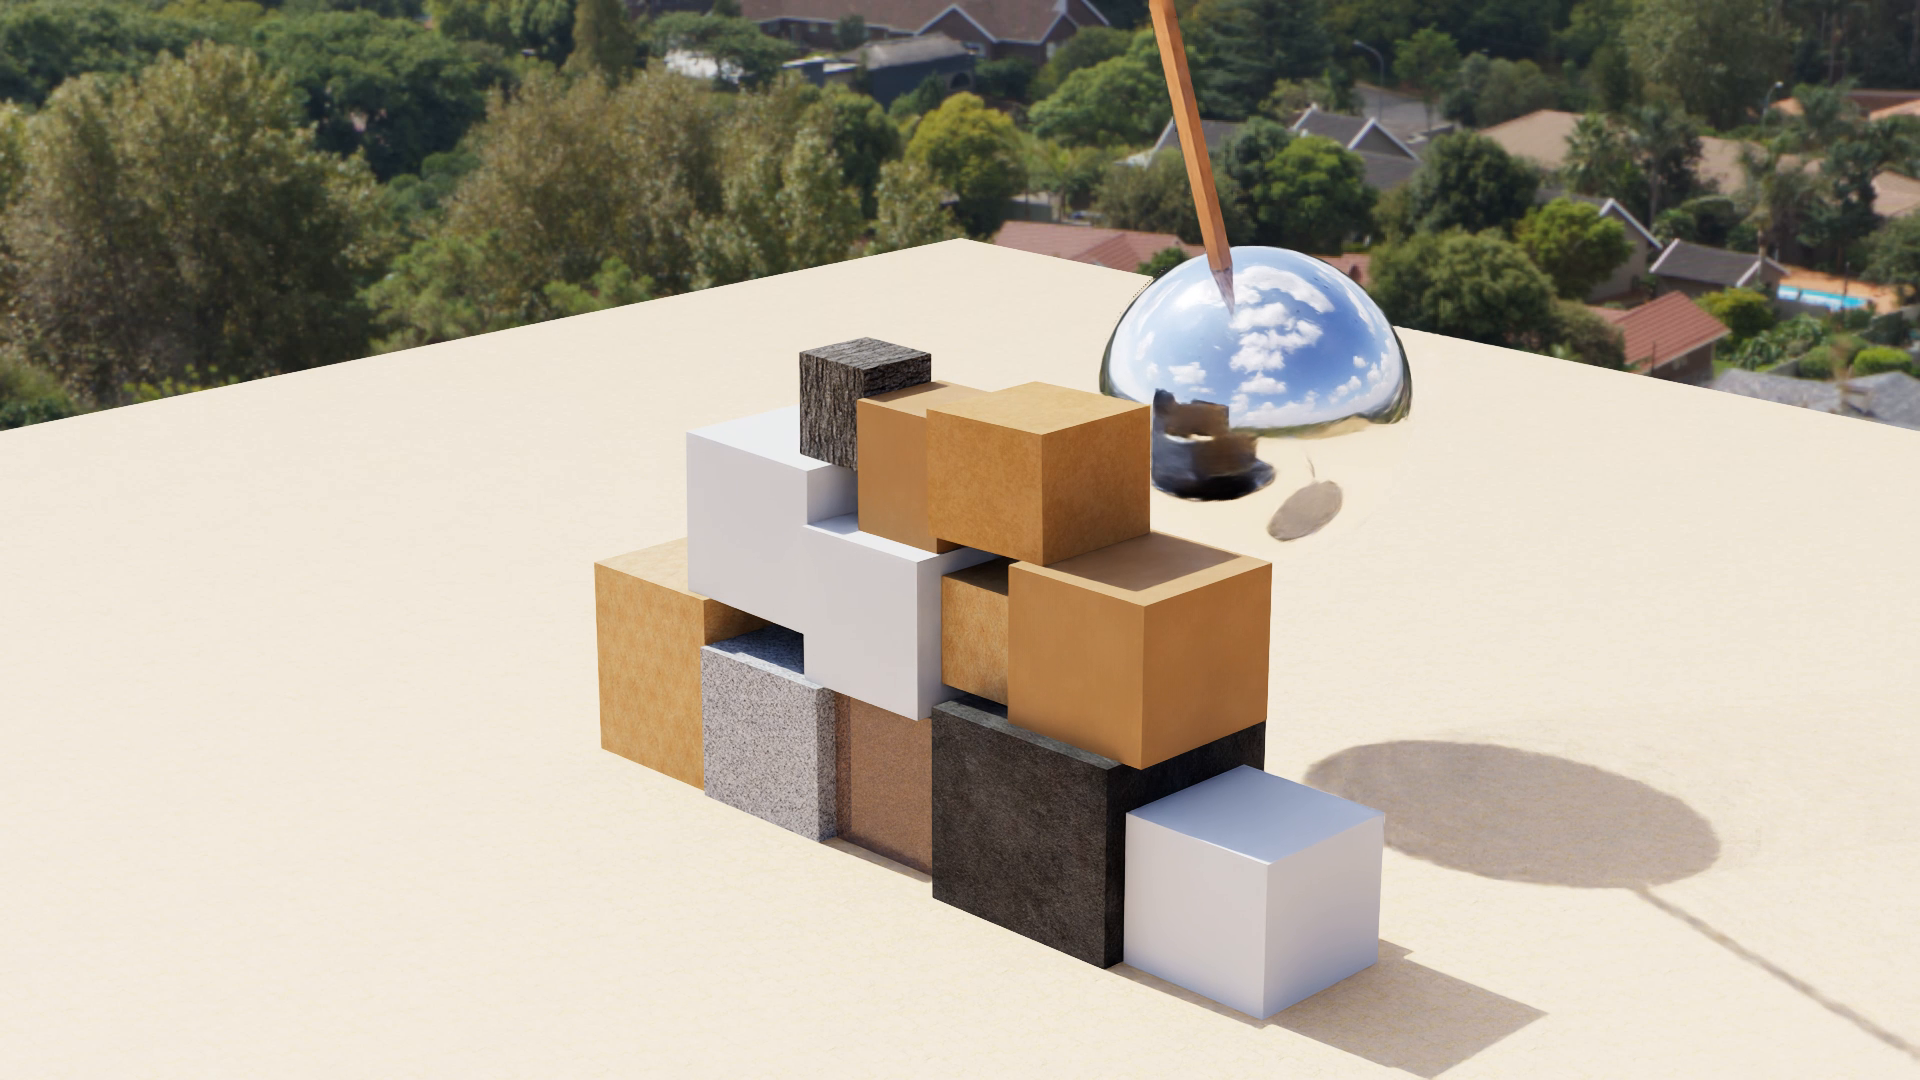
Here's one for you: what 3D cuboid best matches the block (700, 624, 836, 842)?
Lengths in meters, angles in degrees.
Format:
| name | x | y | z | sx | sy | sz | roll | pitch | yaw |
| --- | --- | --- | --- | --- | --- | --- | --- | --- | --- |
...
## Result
| name | x | y | z | sx | sy | sz | roll | pitch | yaw |
| --- | --- | --- | --- | --- | --- | --- | --- | --- | --- |
| block | -0.626 | 0.872 | 14.287 | 0.943 | 0.770 | 0.828 | -17 | 24 | -42 |

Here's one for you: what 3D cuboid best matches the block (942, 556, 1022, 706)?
| name | x | y | z | sx | sy | sz | roll | pitch | yaw |
| --- | --- | --- | --- | --- | --- | --- | --- | --- | --- |
| block | 0.306 | 0.402 | 13.158 | 0.551 | 0.509 | 0.550 | -17 | 24 | -42 |

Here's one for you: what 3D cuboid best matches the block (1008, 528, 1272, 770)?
| name | x | y | z | sx | sy | sz | roll | pitch | yaw |
| --- | --- | --- | --- | --- | --- | --- | --- | --- | --- |
| block | 0.774 | 0.446 | 12.665 | 0.827 | 0.720 | 0.775 | -17 | 24 | -42 |

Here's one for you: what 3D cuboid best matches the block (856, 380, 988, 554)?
| name | x | y | z | sx | sy | sz | roll | pitch | yaw |
| --- | --- | --- | --- | --- | --- | --- | --- | --- | --- |
| block | -0.099 | -0.340 | 13.325 | 0.511 | 0.616 | 0.524 | 17 | 24 | 42 |

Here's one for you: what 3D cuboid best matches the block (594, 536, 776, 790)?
| name | x | y | z | sx | sy | sz | roll | pitch | yaw |
| --- | --- | --- | --- | --- | --- | --- | --- | --- | --- |
| block | -1.232 | 0.586 | 14.817 | 0.852 | 0.997 | 0.845 | -17 | 24 | -42 |

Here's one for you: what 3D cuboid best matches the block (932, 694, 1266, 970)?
| name | x | y | z | sx | sy | sz | roll | pitch | yaw |
| --- | --- | --- | --- | --- | --- | --- | --- | --- | --- |
| block | 0.614 | 1.175 | 13.076 | 1.045 | 0.917 | 1.046 | -17 | 24 | -42 |

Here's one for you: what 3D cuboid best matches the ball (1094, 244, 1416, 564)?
| name | x | y | z | sx | sy | sz | roll | pitch | yaw |
| --- | --- | --- | --- | --- | --- | --- | --- | --- | --- |
| ball | 1.467 | -0.672 | 14.668 | 1.600 | 1.600 | 1.600 | 0 | 17 | 0 |

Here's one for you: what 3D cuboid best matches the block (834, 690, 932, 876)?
| name | x | y | z | sx | sy | sz | roll | pitch | yaw |
| --- | --- | --- | --- | --- | --- | --- | --- | --- | --- |
| block | -0.041 | 1.046 | 13.733 | 0.734 | 0.770 | 0.801 | -17 | 24 | -42 |

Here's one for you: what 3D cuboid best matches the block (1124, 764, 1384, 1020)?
| name | x | y | z | sx | sy | sz | roll | pitch | yaw |
| --- | --- | --- | --- | --- | --- | --- | --- | --- | --- |
| block | 1.246 | 1.481 | 12.475 | 0.774 | 0.694 | 0.768 | -17 | 24 | -42 |

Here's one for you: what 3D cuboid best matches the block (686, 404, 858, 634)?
| name | x | y | z | sx | sy | sz | roll | pitch | yaw |
| --- | --- | --- | --- | --- | --- | --- | --- | --- | --- |
| block | -0.731 | -0.121 | 14.091 | 0.792 | 0.801 | 0.858 | -17 | 25 | -42 |

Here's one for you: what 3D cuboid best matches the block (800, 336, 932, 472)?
| name | x | y | z | sx | sy | sz | roll | pitch | yaw |
| --- | --- | --- | --- | --- | --- | --- | --- | --- | --- |
| block | -0.438 | -0.630 | 13.582 | 0.427 | 0.491 | 0.436 | -17 | 25 | -42 |

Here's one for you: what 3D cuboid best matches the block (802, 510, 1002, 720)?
| name | x | y | z | sx | sy | sz | roll | pitch | yaw |
| --- | --- | --- | --- | --- | --- | --- | --- | --- | --- |
| block | -0.164 | 0.287 | 13.611 | 0.832 | 0.751 | 0.757 | -17 | 24 | -42 |

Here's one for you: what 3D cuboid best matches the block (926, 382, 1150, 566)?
| name | x | y | z | sx | sy | sz | roll | pitch | yaw |
| --- | --- | --- | --- | --- | --- | --- | --- | --- | --- |
| block | 0.347 | -0.304 | 12.904 | 0.693 | 0.579 | 0.694 | -17 | 23 | -42 |

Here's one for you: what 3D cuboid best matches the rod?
| name | x | y | z | sx | sy | sz | roll | pitch | yaw |
| --- | --- | --- | --- | --- | --- | --- | --- | --- | --- |
| rod | 0.636 | -3.466 | 12.919 | 0.080 | 5.200 | 0.080 | 17 | 44 | 42 |
